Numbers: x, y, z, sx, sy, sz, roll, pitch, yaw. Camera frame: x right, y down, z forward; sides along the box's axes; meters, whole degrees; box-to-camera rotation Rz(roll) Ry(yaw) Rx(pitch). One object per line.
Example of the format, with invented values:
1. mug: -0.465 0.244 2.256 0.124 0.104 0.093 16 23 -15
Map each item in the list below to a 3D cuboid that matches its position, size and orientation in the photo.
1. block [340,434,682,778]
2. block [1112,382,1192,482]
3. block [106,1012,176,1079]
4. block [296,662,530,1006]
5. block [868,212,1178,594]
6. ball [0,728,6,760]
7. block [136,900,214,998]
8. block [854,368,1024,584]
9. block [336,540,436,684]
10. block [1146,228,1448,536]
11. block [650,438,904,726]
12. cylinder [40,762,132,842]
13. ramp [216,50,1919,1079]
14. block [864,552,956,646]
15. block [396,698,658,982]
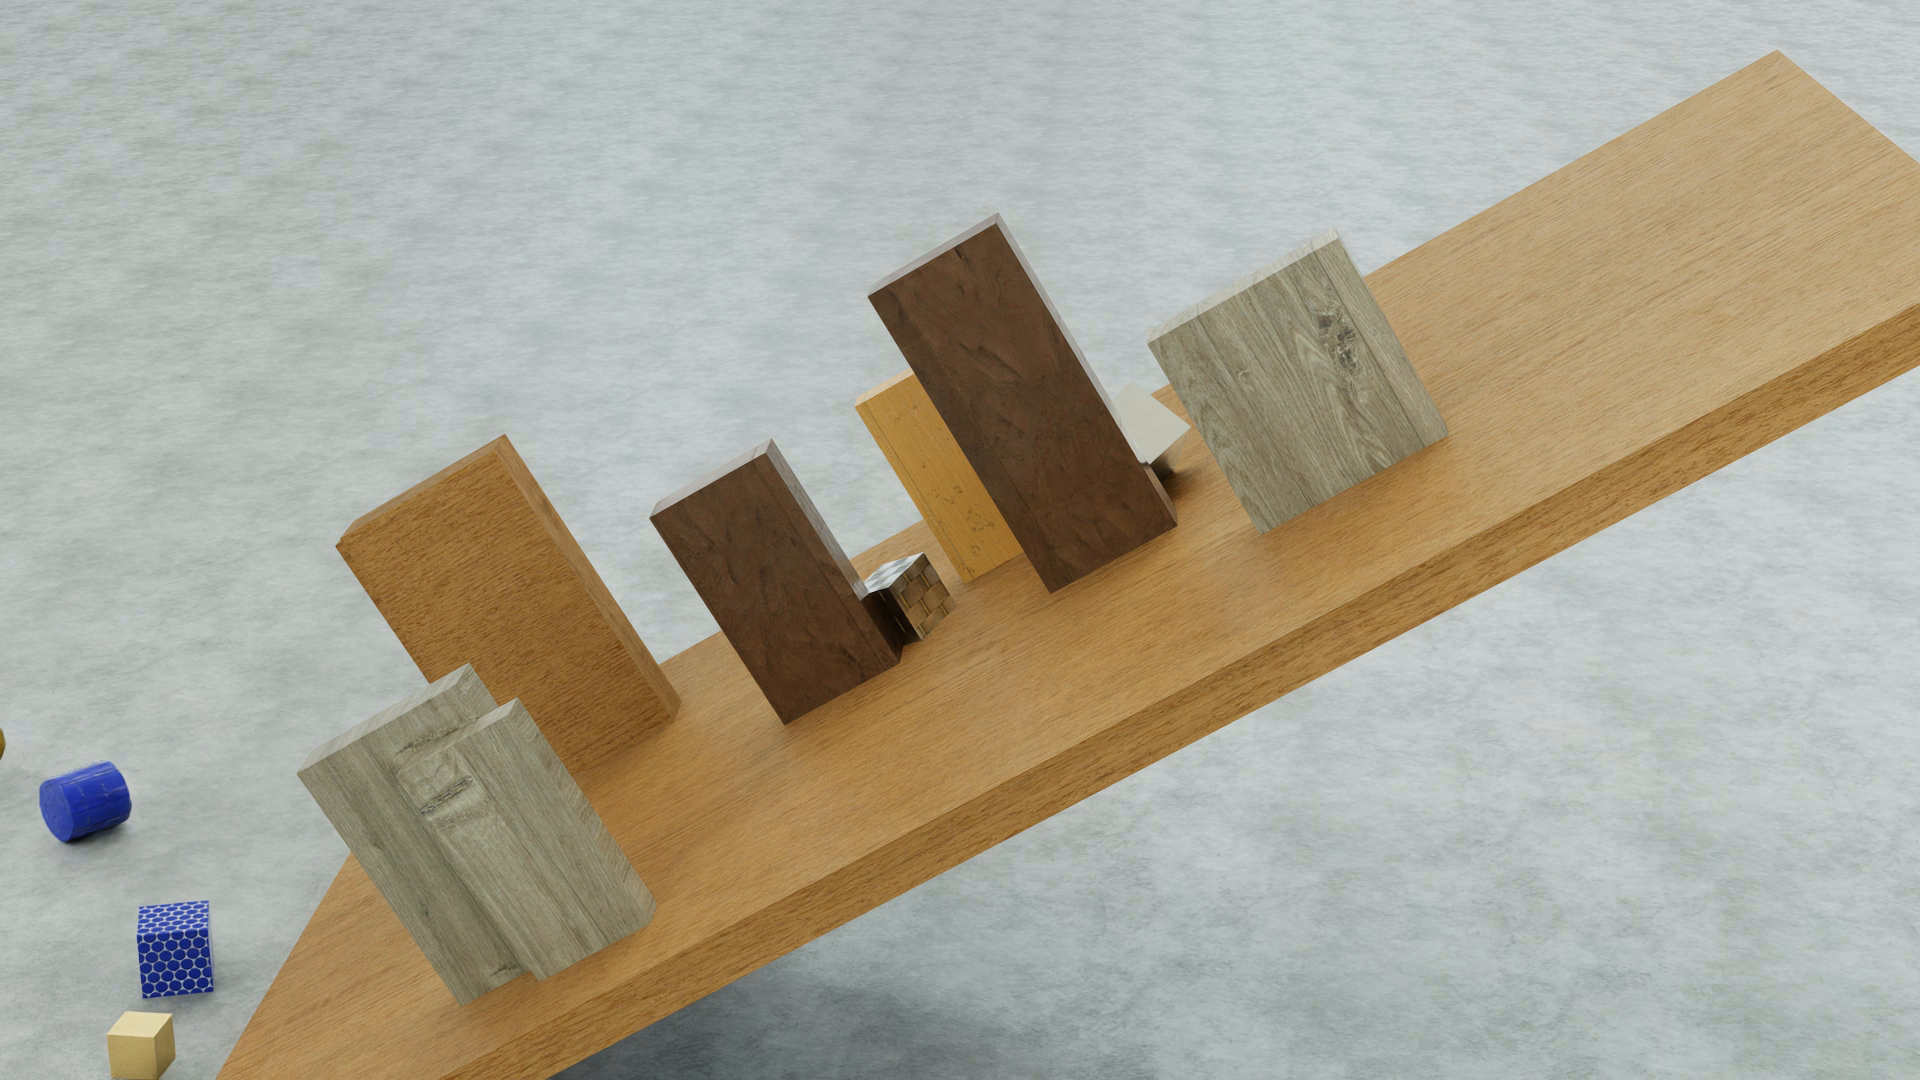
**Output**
1. block: -1.048 0.191 6.907 0.431 0.769 0.132 -29 15 12
2. block: 0.369 -0.202 6.377 0.165 0.165 0.165 39 57 15
3. block: -1.834 1.134 6.592 0.109 0.109 0.109 2 19 6
4. block: -0.983 0.588 5.841 0.380 0.582 0.119 -29 15 12
5. block: 0.134 -0.278 6.089 0.305 0.741 0.101 -29 15 12
6. ball: -2.739 0.565 8.146 0.180 0.180 0.180 0 19 0
7. block: -1.862 0.971 6.985 0.162 0.162 0.162 -4 19 -12
8. block: 0.066 -0.206 6.521 0.407 0.475 0.083 -29 15 12
9. block: -1.192 0.225 7.182 0.279 0.722 0.135 -29 15 12
10. block: 0.654 -0.305 5.700 0.415 0.447 0.092 -29 15 12
11. block: -0.392 0.092 6.335 0.294 0.547 0.107 -29 15 12
12. cylinder: -2.316 0.692 7.787 0.170 0.170 0.170 18 26 41
13. ramp: 0.142 0.168 6.286 4.000 0.100 2.000 -29 15 12
14. block: -0.128 0.137 6.459 0.142 0.142 0.142 -17 21 46
15. block: -0.839 0.585 5.717 0.261 0.502 0.089 -29 15 12
